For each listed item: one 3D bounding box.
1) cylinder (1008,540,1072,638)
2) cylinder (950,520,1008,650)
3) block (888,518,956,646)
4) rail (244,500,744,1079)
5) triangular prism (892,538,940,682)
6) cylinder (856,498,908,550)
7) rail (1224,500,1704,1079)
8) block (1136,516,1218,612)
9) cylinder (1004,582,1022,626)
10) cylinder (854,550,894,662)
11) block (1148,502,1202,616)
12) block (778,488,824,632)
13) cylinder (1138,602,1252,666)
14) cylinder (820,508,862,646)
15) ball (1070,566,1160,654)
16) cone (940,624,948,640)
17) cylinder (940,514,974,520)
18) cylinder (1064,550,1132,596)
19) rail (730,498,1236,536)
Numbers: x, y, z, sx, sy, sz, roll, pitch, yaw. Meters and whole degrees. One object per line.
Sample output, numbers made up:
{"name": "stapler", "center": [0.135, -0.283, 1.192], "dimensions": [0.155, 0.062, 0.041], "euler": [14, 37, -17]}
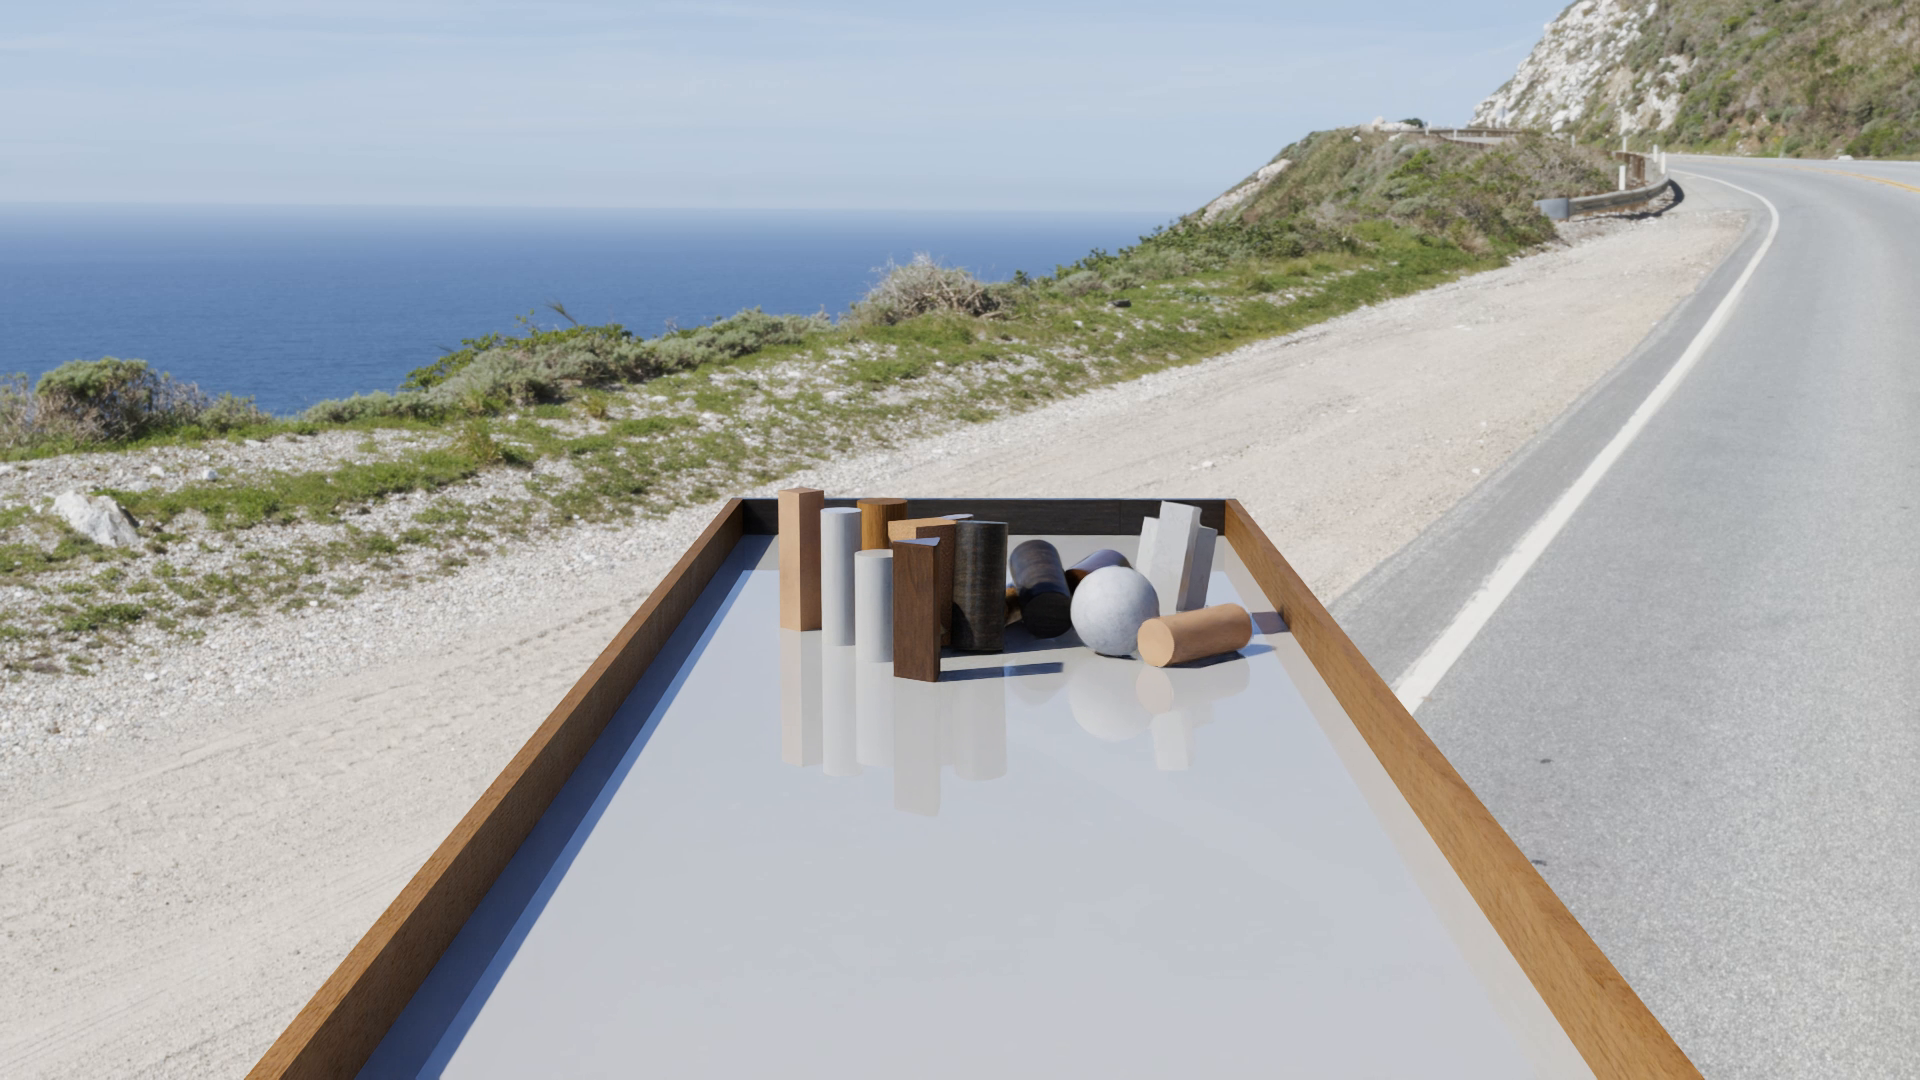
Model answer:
{"name": "cylinder", "center": [0.264, 0.157, 7.132], "dimensions": [0.171, 0.171, 0.350], "euler": [-1, 29, -6]}
{"name": "cylinder", "center": [0.061, 0.139, 6.829], "dimensions": [0.165, 0.391, 0.165], "euler": [2, 3, 0]}
{"name": "block", "center": [-0.102, 0.133, 6.941], "dimensions": [0.178, 0.381, 0.178], "euler": [-5, 9, -30]}
{"name": "rail", "center": [-1.004, 0.839, 3.234], "dimensions": [0.050, 0.150, 12.000], "euler": [0, 9, 1]}
{"name": "triangular prism", "center": [-0.097, 0.200, 6.457], "dimensions": [0.151, 0.404, 0.131], "euler": [6, 11, 34]}
{"name": "cylinder", "center": [-0.253, 0.080, 7.174], "dimensions": [0.165, 0.417, 0.165], "euler": [0, 9, 0]}
{"name": "rail", "center": [1.046, 0.843, 3.208], "dimensions": [0.050, 0.150, 12.000], "euler": [0, 9, 1]}
{"name": "block", "center": [0.698, 0.105, 7.221], "dimensions": [0.177, 0.326, 0.177], "euler": [7, 5, -25]}
{"name": "cylinder", "center": [0.166, 0.210, 7.289], "dimensions": [0.125, 0.125, 0.320], "euler": [4, 10, 24]}
{"name": "cylinder", "center": [-0.243, 0.200, 6.714], "dimensions": [0.154, 0.323, 0.154], "euler": [0, 9, 0]}
{"name": "block", "center": [0.672, 0.093, 7.015], "dimensions": [0.105, 0.419, 0.105], "euler": [10, 1, 20]}
{"name": "block", "center": [-0.515, 0.062, 7.169], "dimensions": [0.105, 0.453, 0.105], "euler": [-8, 12, -43]}
{"name": "cylinder", "center": [0.719, 0.288, 6.723], "dimensions": [0.369, 0.147, 0.147], "euler": [-9, 12, -43]}
{"name": "cylinder", "center": [-0.373, 0.115, 6.936], "dimensions": [0.129, 0.422, 0.129], "euler": [0, 9, 0]}
{"name": "ball", "center": [0.478, 0.215, 6.769], "dimensions": [0.276, 0.276, 0.276], "euler": [0, 9, 0]}
{"name": "cone", "center": [-0.174, 0.176, 6.796], "dimensions": [0.128, 0.331, 0.128], "euler": [-31, -8, -5]}
{"name": "cylinder", "center": [-0.001, 0.099, 7.226], "dimensions": [0.121, 0.353, 0.121], "euler": [-5, 8, 1]}
{"name": "cylinder", "center": [0.450, 0.152, 7.482], "dimensions": [0.178, 0.178, 0.433], "euler": [3, 9, 18]}
{"name": "rail", "center": [0.099, -0.098, 9.147], "dimensions": [2.100, 0.150, 0.050], "euler": [0, 9, 1]}
